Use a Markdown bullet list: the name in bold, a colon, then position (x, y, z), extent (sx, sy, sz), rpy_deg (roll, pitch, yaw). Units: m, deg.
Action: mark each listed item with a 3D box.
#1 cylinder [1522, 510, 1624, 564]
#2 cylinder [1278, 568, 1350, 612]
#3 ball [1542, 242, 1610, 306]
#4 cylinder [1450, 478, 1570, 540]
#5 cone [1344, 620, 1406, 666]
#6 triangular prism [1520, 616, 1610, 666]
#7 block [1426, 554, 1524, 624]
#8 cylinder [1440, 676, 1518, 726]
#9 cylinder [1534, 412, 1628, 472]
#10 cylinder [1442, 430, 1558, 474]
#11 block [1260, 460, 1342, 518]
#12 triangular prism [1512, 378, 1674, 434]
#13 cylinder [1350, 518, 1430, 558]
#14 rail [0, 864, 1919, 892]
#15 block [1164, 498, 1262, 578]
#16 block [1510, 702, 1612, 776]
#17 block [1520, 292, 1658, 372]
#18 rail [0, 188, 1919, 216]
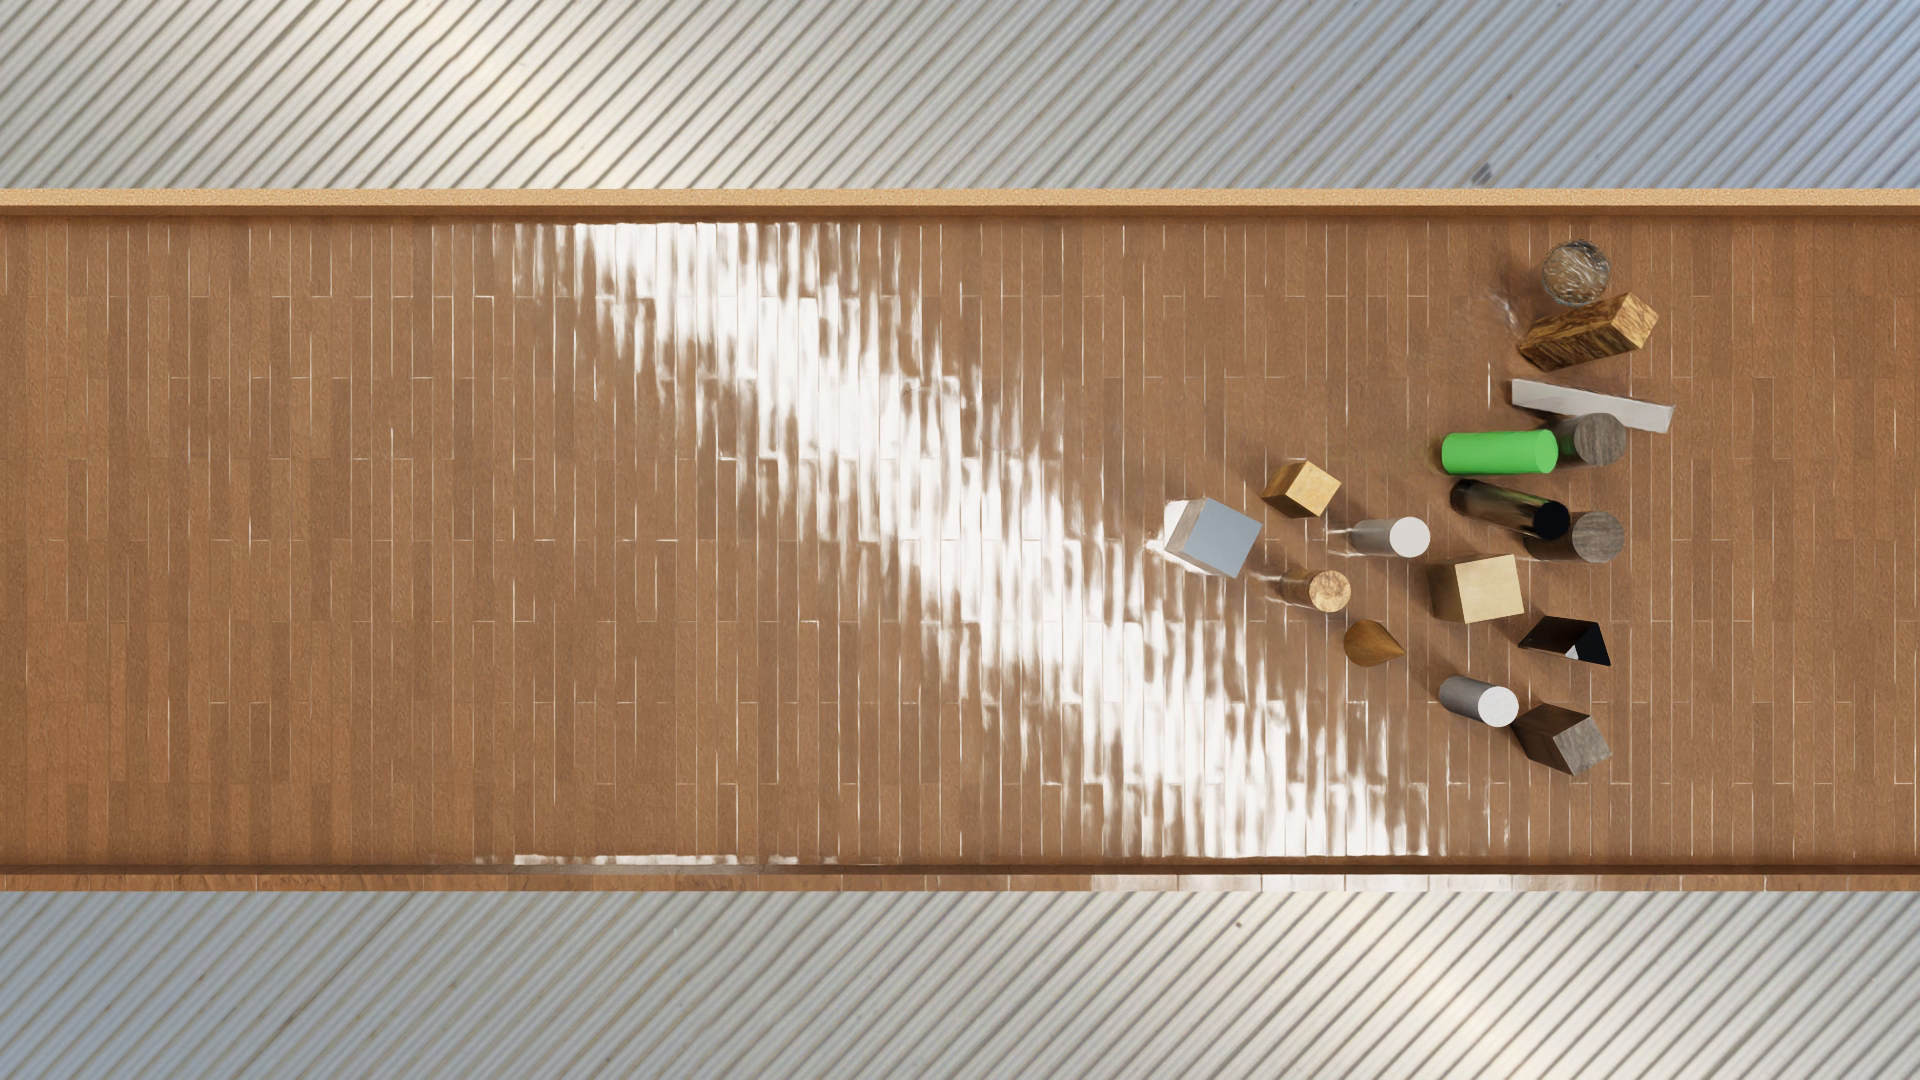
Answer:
- **cylinder**: position (1.807, -0.008, 4.873), extent (0.149, 0.407, 0.149), rpy_deg (0, 90, 0)
- **cylinder**: position (1.039, 0.144, 4.853), extent (0.116, 0.448, 0.116), rpy_deg (0, 90, 0)
- **ball**: position (1.756, -0.758, 4.702), extent (0.184, 0.184, 0.184), rpy_deg (0, 90, 0)
- **cylinder**: position (1.606, -0.094, 4.841), extent (0.113, 0.458, 0.113), rpy_deg (-2, 101, -13)
- **cone**: position (1.253, 0.318, 4.849), extent (0.145, 0.456, 0.145), rpy_deg (0, 90, 0)
- **triangular prism**: position (1.792, 0.287, 4.875), extent (0.130, 0.403, 0.113), rpy_deg (13, 90, 0)
- **block**: position (1.532, 0.141, 4.923), extent (0.173, 0.306, 0.173), rpy_deg (-10, 90, 0)
- **cylinder**: position (1.532, 0.475, 4.885), extent (0.115, 0.384, 0.115), rpy_deg (0, 90, 0)
- **cylinder**: position (1.828, -0.288, 4.898), extent (0.155, 0.351, 0.155), rpy_deg (0, 90, -2)
- **cylinder**: position (1.606, -0.260, 4.918), extent (0.128, 0.308, 0.128), rpy_deg (-1, 92, -41)
- **block**: position (1.001, -0.145, 4.874), extent (0.114, 0.404, 0.114), rpy_deg (33, 90, 0)
- **triangular prism**: position (1.879, -0.420, 4.915), extent (0.452, 0.081, 0.093), rpy_deg (16, 75, 31)
- **cylinder**: position (1.260, -0.008, 4.847), extent (0.113, 0.460, 0.113), rpy_deg (0, 90, 0)
- **rail**: position (-2.247, 1.025, 5.001), extent (12.000, 0.150, 0.050), rpy_deg (0, 90, 0)
- **block**: position (0.742, -0.006, 4.870), extent (0.171, 0.413, 0.171), rpy_deg (27, 90, 0)
- **block**: position (1.774, 0.587, 4.888), extent (0.127, 0.376, 0.127), rpy_deg (-29, 90, 0)
- **block**: position (1.841, -0.606, 4.844), extent (0.115, 0.438, 0.115), rpy_deg (35, 79, -11)
- **rail**: position (-2.247, -1.025, 5.002), extent (12.000, 0.150, 0.050), rpy_deg (0, 90, 0)
